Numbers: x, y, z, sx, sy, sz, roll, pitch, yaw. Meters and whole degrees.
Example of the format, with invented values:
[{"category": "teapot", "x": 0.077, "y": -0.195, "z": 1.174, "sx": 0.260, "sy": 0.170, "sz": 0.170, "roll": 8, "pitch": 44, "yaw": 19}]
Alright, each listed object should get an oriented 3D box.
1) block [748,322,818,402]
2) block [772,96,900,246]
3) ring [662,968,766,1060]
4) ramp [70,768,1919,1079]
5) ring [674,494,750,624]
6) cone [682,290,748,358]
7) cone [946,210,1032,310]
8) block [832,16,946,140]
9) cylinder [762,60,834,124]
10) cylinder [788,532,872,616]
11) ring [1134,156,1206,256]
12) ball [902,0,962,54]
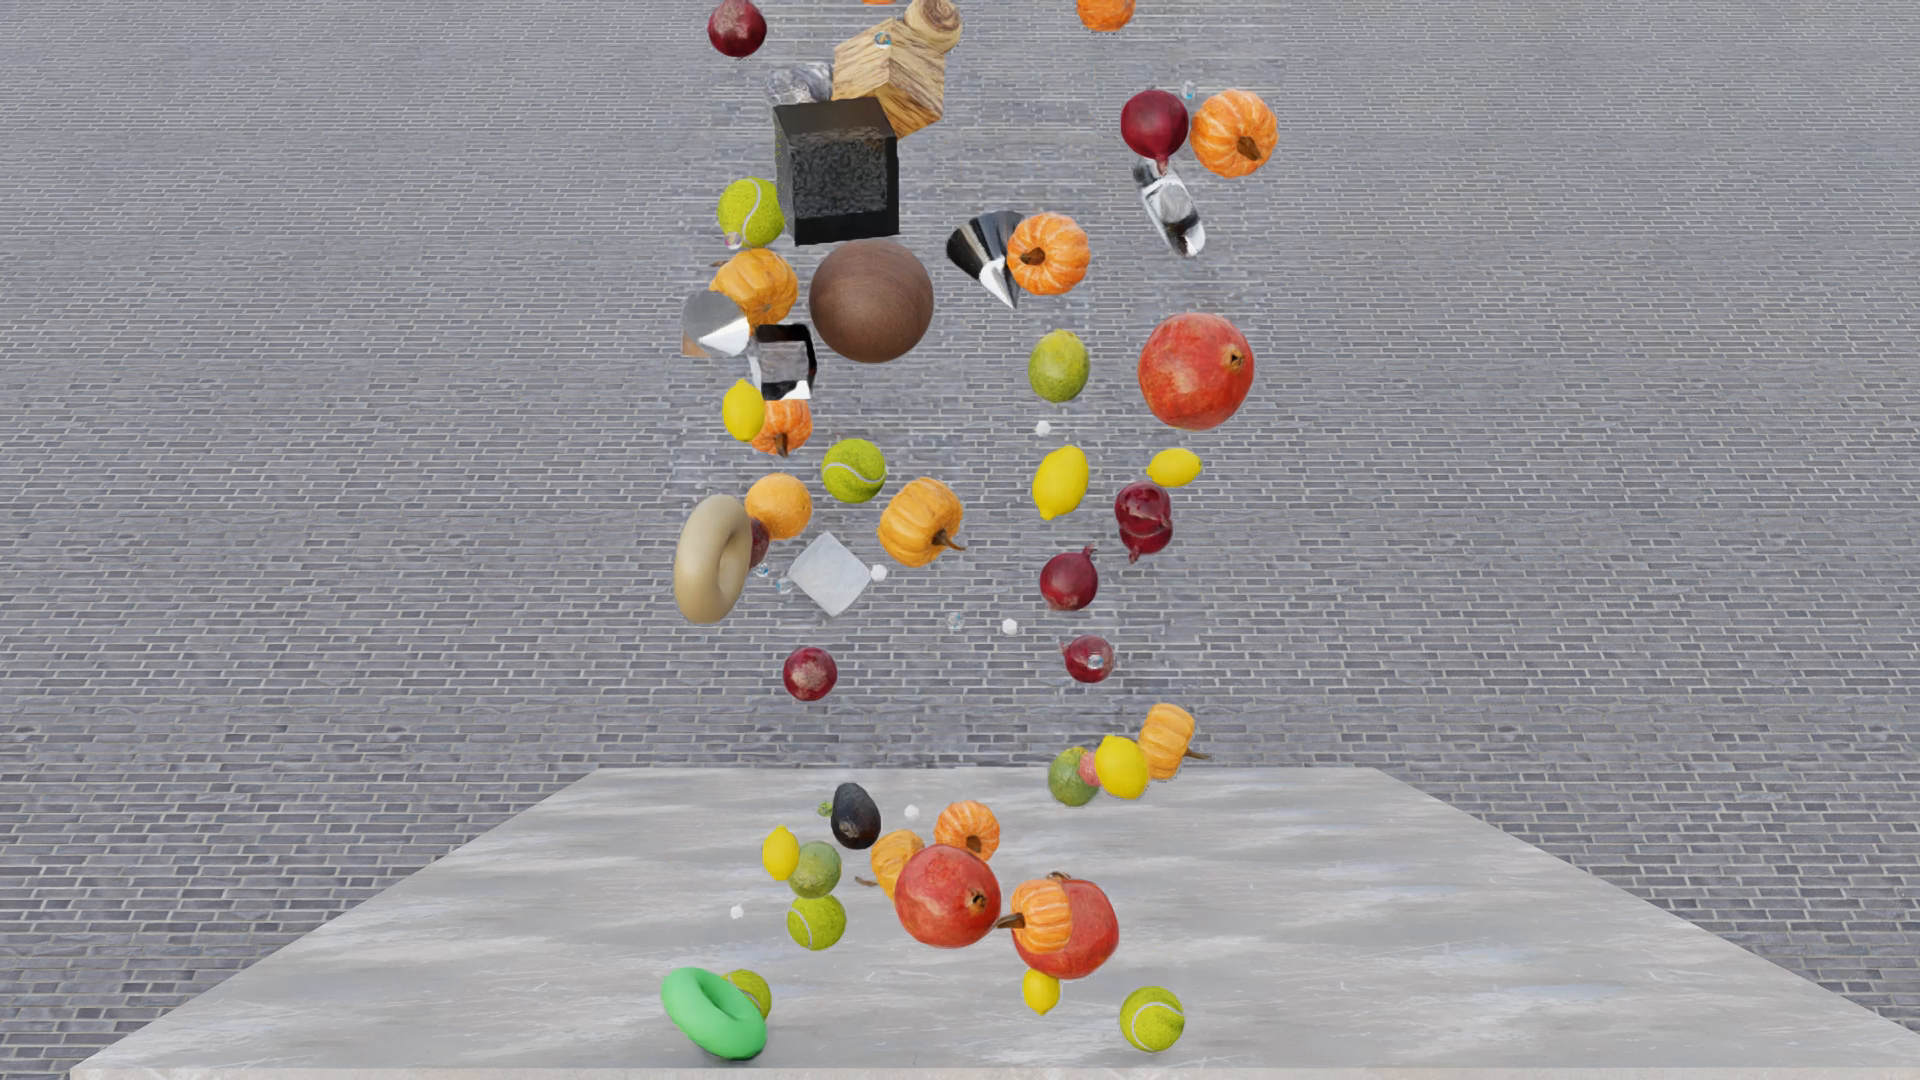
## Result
[{"category": "block", "x": -0.175, "y": -0.175, "z": 2.555, "sx": 0.053, "sy": 0.053, "sz": 0.053, "roll": -5, "pitch": 60, "yaw": -15}, {"category": "block", "x": -0.107, "y": -0.321, "z": 2.247, "sx": 0.091, "sy": 0.091, "sz": 0.091, "roll": -8, "pitch": 33, "yaw": -11}, {"category": "ring", "x": -0.262, "y": 0.505, "z": 2.765, "sx": 0.128, "sy": 0.043, "sz": 0.128, "roll": 35, "pitch": 9, "yaw": -6}, {"category": "ramp", "x": 0.070, "y": 0.620, "z": 4.702, "sx": 2.000, "sy": 0.100, "sz": 4.000, "roll": 0, "pitch": -1, "yaw": 0}, {"category": "ring", "x": -0.243, "y": 0.019, "z": 2.551, "sx": 0.043, "sy": 0.130, "sz": 0.130, "roll": 11, "pitch": 33, "yaw": 15}, {"category": "cone", "x": -0.256, "y": -0.196, "z": 2.536, "sx": 0.073, "sy": 0.073, "sz": 0.073, "roll": 16, "pitch": 60, "yaw": -29}, {"category": "cone", "x": 0.041, "y": -0.260, "z": 2.543, "sx": 0.089, "sy": 0.089, "sz": 0.089, "roll": -10, "pitch": 61, "yaw": -16}, {"category": "block", "x": -0.073, "y": -0.466, "z": 2.640, "sx": 0.080, "sy": 0.080, "sz": 0.080, "roll": -20, "pitch": 56, "yaw": 38}, {"category": "cylinder", "x": -0.155, "y": -0.456, "z": 2.668, "sx": 0.067, "sy": 0.067, "sz": 0.067, "roll": 22, "pitch": 30, "yaw": 32}, {"category": "cylinder", "x": -0.143, "y": 0.037, "z": 2.841, "sx": 0.066, "sy": 0.066, "sz": 0.066, "roll": 44, "pitch": 31, "yaw": -13}, {"category": "ring", "x": 0.206, "y": -0.329, "z": 2.550, "sx": 0.036, "sy": 0.109, "sz": 0.109, "roll": -29, "pitch": 34, "yaw": 2}, {"category": "ball", "x": -0.029, "y": -0.530, "z": 2.669, "sx": 0.063, "sy": 0.063, "sz": 0.063, "roll": 0, "pitch": 32, "yaw": 0}]
